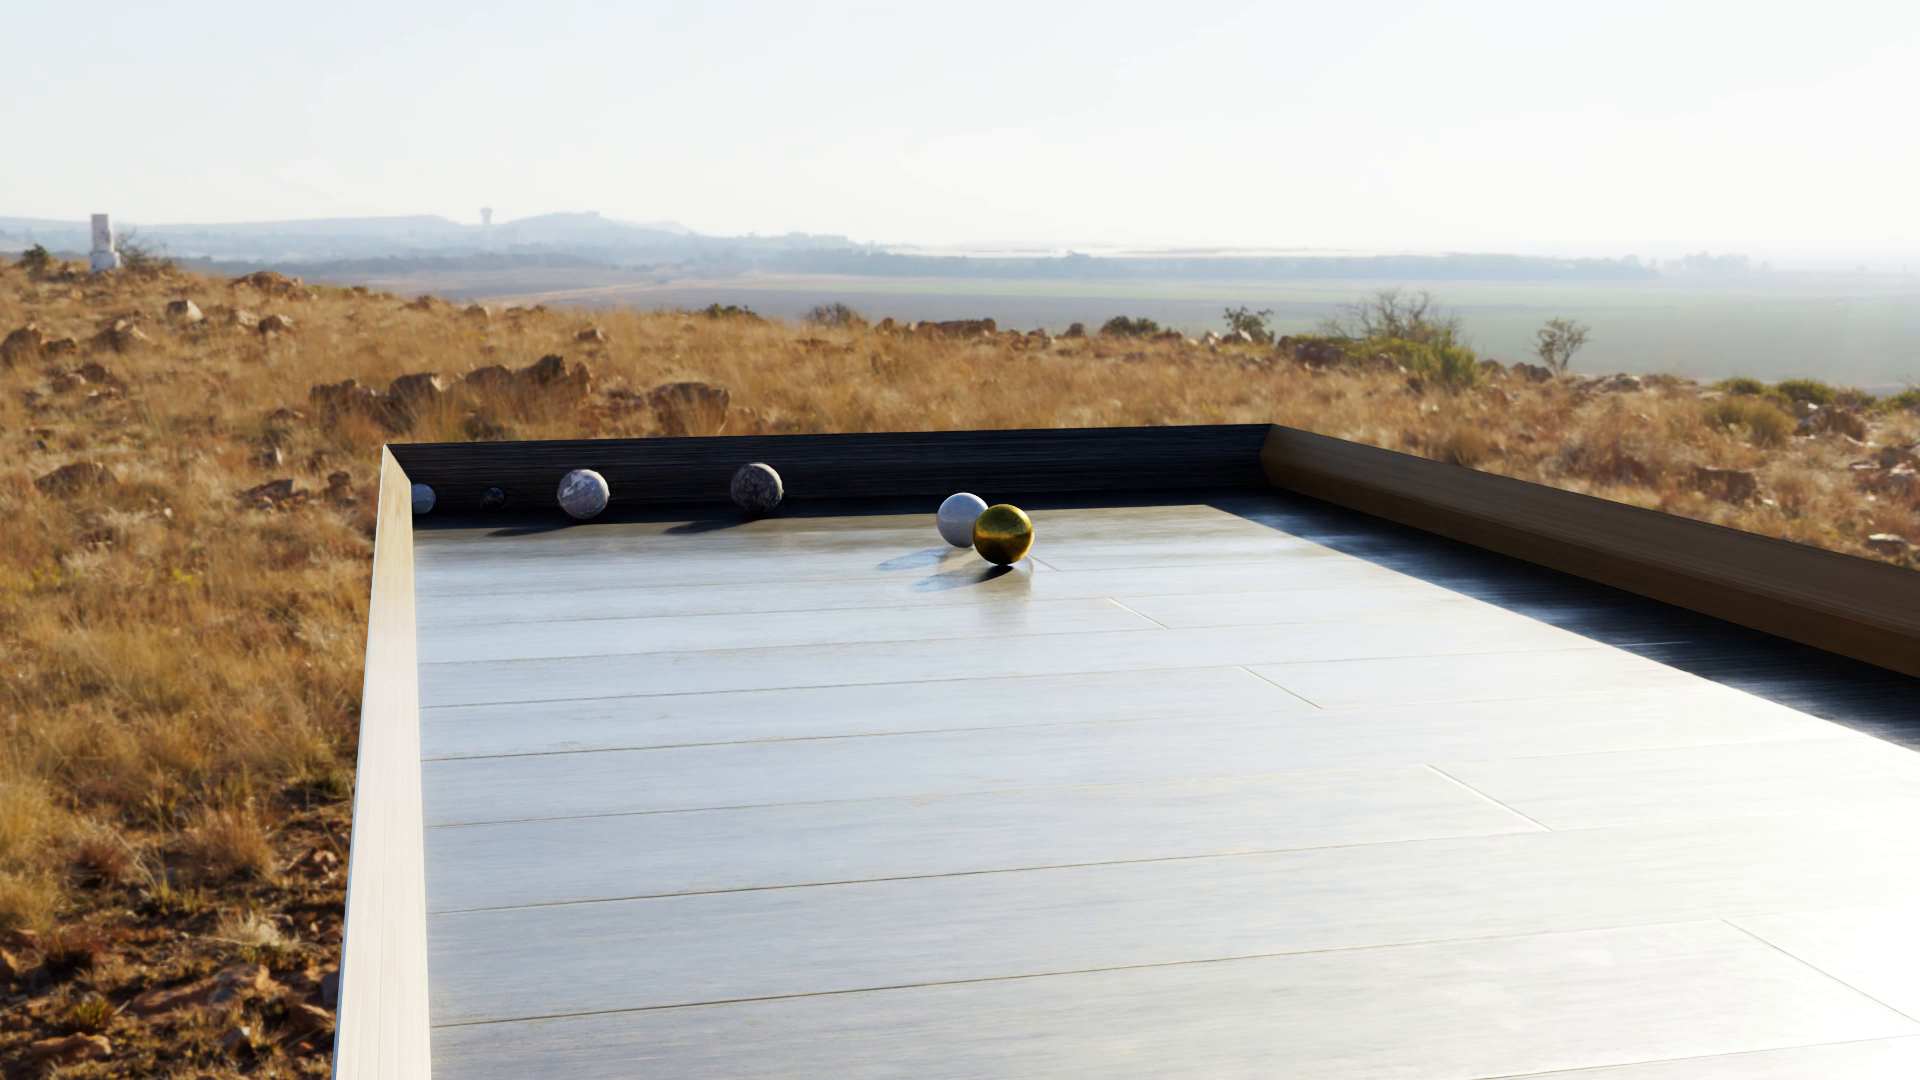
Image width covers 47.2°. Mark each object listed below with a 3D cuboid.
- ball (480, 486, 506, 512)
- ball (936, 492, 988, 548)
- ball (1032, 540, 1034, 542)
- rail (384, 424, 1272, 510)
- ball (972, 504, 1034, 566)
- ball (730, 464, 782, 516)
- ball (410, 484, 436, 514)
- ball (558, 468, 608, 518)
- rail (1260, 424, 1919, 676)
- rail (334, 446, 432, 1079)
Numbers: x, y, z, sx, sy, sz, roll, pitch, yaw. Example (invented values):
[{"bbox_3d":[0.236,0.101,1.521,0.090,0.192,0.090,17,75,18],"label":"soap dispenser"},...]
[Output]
[{"bbox_3d":[-0.860,-0.076,4.055,0.047,0.047,0.047,0,8,0],"label":"ball"},{"bbox_3d":[0.006,-0.032,3.595,0.090,0.090,0.090,0,8,0],"label":"ball"},{"bbox_3d":[0.090,-0.007,3.530,0.058,0.058,0.058,0,8,0],"label":"ball"},{"bbox_3d":[-0.206,-0.142,4.238,1.747,0.123,0.045,-2,8,-14],"label":"rail"},{"bbox_3d":[0.067,-0.008,3.411,0.094,0.094,0.094,0,8,0],"label":"ball"},{"bbox_3d":[-0.369,-0.092,3.999,0.094,0.094,0.094,0,8,0],"label":"ball"},{"bbox_3d":[-0.986,-0.075,4.007,0.058,0.058,0.058,0,8,0],"label":"ball"},{"bbox_3d":[-0.676,-0.083,3.948,0.090,0.090,0.090,0,8,0],"label":"ball"},{"bbox_3d":[1.037,0.065,2.794,0.045,0.123,3.483,-2,8,-14],"label":"rail"},{"bbox_3d":[-0.612,0.124,2.384,0.045,0.123,3.483,-2,8,-14],"label":"rail"}]
